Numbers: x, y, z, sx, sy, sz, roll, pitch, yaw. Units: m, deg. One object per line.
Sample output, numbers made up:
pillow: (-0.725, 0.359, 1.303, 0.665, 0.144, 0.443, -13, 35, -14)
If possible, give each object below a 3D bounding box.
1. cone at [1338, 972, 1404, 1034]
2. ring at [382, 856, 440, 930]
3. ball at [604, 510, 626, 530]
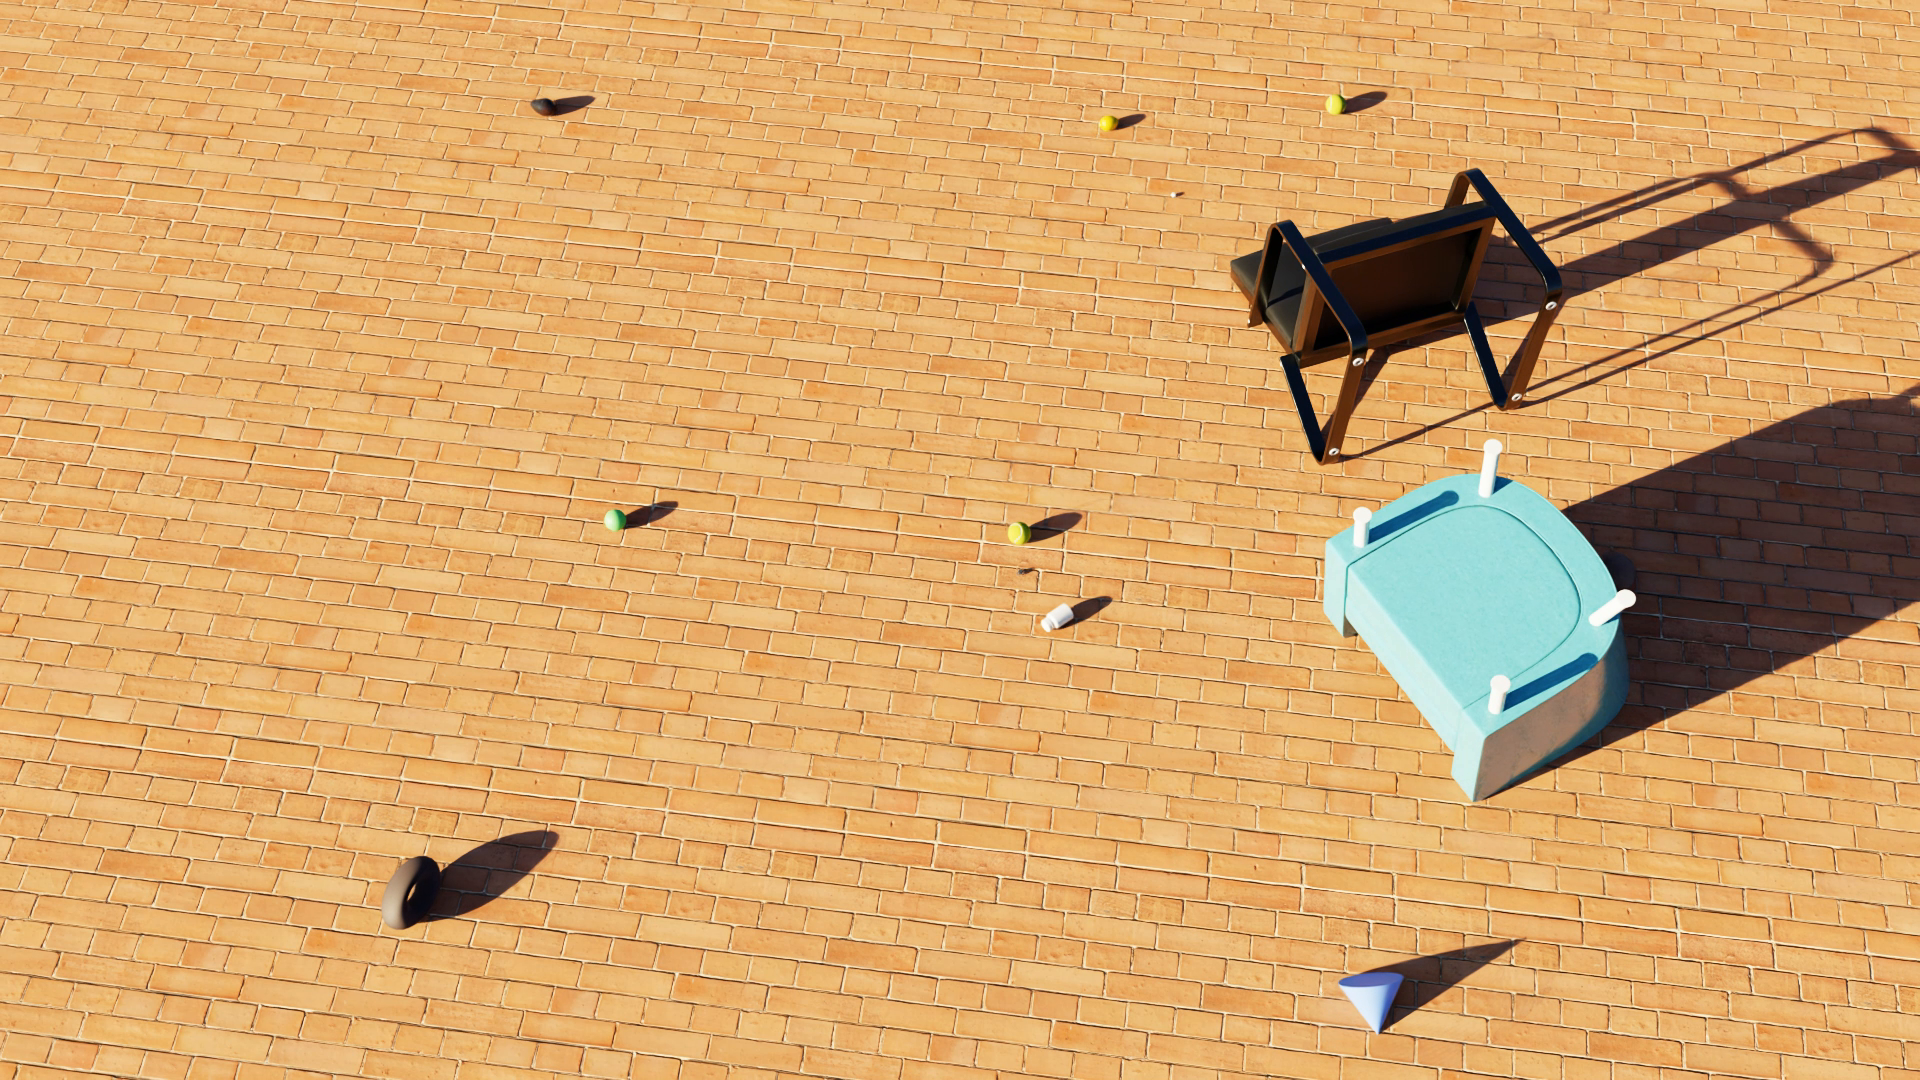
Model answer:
cone: (1.077, 1.215, 5.712, 0.168, 0.187, 0.145, -7, 89, 22)
ring: (-1.465, 0.941, 5.868, 0.095, 0.123, 0.210, 2, 58, 43)
ball: (-1.030, -0.060, 6.575, 0.065, 0.065, 0.065, 0, 56, 0)
